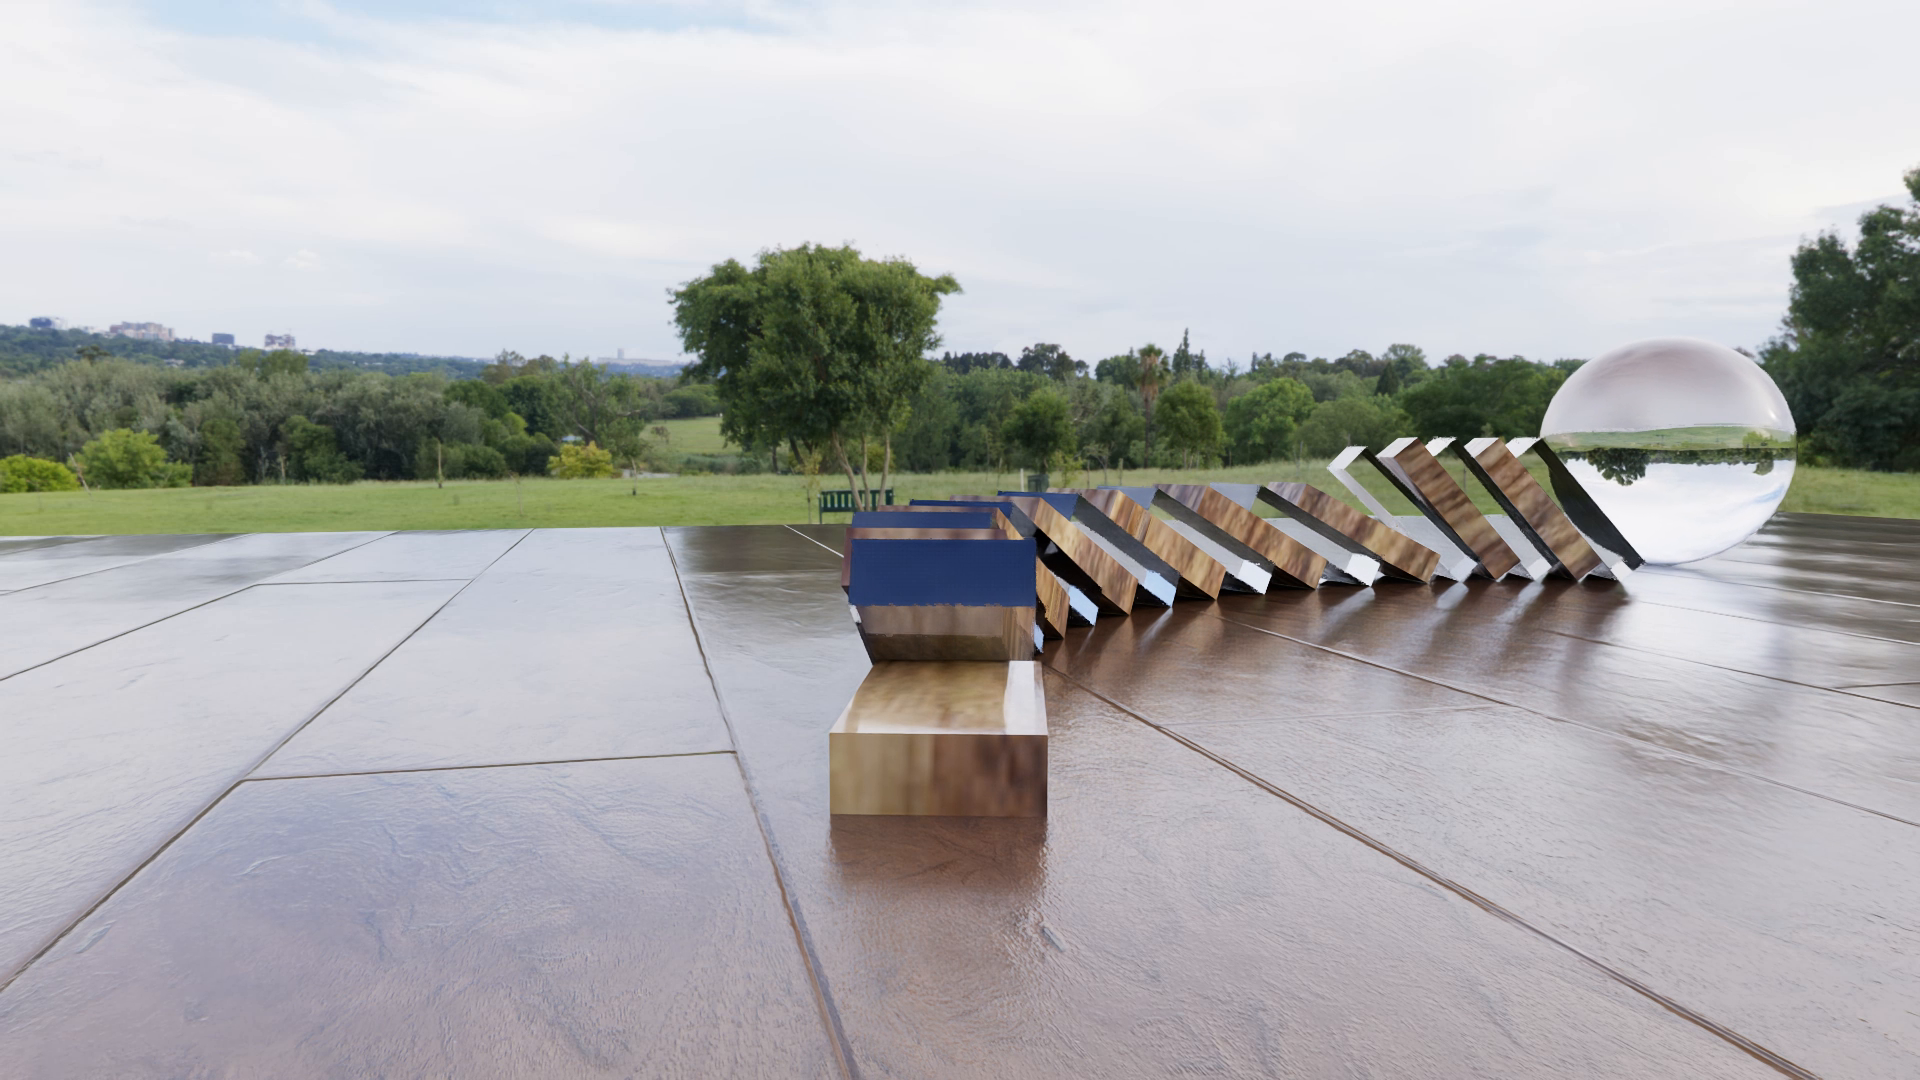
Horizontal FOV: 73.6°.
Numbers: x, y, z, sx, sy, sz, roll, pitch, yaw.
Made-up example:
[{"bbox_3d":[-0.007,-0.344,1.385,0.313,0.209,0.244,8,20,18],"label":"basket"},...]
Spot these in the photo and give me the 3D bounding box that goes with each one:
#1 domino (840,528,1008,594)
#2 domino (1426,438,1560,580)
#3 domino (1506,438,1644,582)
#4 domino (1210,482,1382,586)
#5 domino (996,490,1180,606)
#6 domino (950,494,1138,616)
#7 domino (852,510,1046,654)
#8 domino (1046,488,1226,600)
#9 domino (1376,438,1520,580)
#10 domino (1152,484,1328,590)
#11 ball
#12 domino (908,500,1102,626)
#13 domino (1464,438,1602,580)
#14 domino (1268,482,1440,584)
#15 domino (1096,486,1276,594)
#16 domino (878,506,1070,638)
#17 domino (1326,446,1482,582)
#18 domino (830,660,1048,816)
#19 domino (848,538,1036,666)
[{"bbox_3d":[-0.002,0.011,0.220,0.025,0.009,0.050,1,-20,8],"label":"domino"},{"bbox_3d":[0.169,-0.011,0.413,0.010,0.050,0.025,-40,0,7],"label":"domino"},{"bbox_3d":[0.193,-0.010,0.409,0.009,0.050,0.025,-40,0,7],"label":"domino"},{"bbox_3d":[0.100,-0.002,0.387,0.050,0.010,0.025,27,-7,-23],"label":"domino"},{"bbox_3d":[0.032,0.003,0.328,0.025,0.010,0.050,4,-21,42],"label":"domino"},{"bbox_3d":[0.020,0.004,0.309,0.025,0.009,0.050,3,-21,37],"label":"domino"},{"bbox_3d":[-0.001,0.009,0.243,0.025,0.010,0.050,1,-22,16],"label":"domino"},{"bbox_3d":[0.047,0.001,0.345,0.050,0.009,0.025,31,-17,-39],"label":"domino"},{"bbox_3d":[0.156,-0.011,0.412,0.010,0.050,0.025,-40,0,7],"label":"domino"},{"bbox_3d":[0.080,-0.001,0.375,0.050,0.009,0.025,28,-9,-27],"label":"domino"},{"bbox_3d":[0.246,-0.031,0.449,0.080,0.080,0.080,0,4,0],"label":"ball"},{"bbox_3d":[0.010,0.006,0.288,0.025,0.010,0.050,3,-21,30],"label":"domino"},{"bbox_3d":[0.181,-0.010,0.411,0.010,0.050,0.025,-40,0,7],"label":"domino"},{"bbox_3d":[0.120,-0.003,0.399,0.050,0.010,0.025,26,-1,-12],"label":"domino"},{"bbox_3d":[0.063,0.000,0.362,0.050,0.010,0.025,29,-12,-31],"label":"domino"},{"bbox_3d":[0.003,0.007,0.266,0.025,0.009,0.050,2,-22,23],"label":"domino"},{"bbox_3d":[0.141,-0.009,0.409,0.050,0.010,0.025,44,6,0],"label":"domino"},{"bbox_3d":[-0.001,0.025,0.172,0.025,0.009,0.050,0,4,3],"label":"domino"},{"bbox_3d":[-0.001,0.013,0.196,0.025,0.010,0.050,0,-20,3],"label":"domino"}]
